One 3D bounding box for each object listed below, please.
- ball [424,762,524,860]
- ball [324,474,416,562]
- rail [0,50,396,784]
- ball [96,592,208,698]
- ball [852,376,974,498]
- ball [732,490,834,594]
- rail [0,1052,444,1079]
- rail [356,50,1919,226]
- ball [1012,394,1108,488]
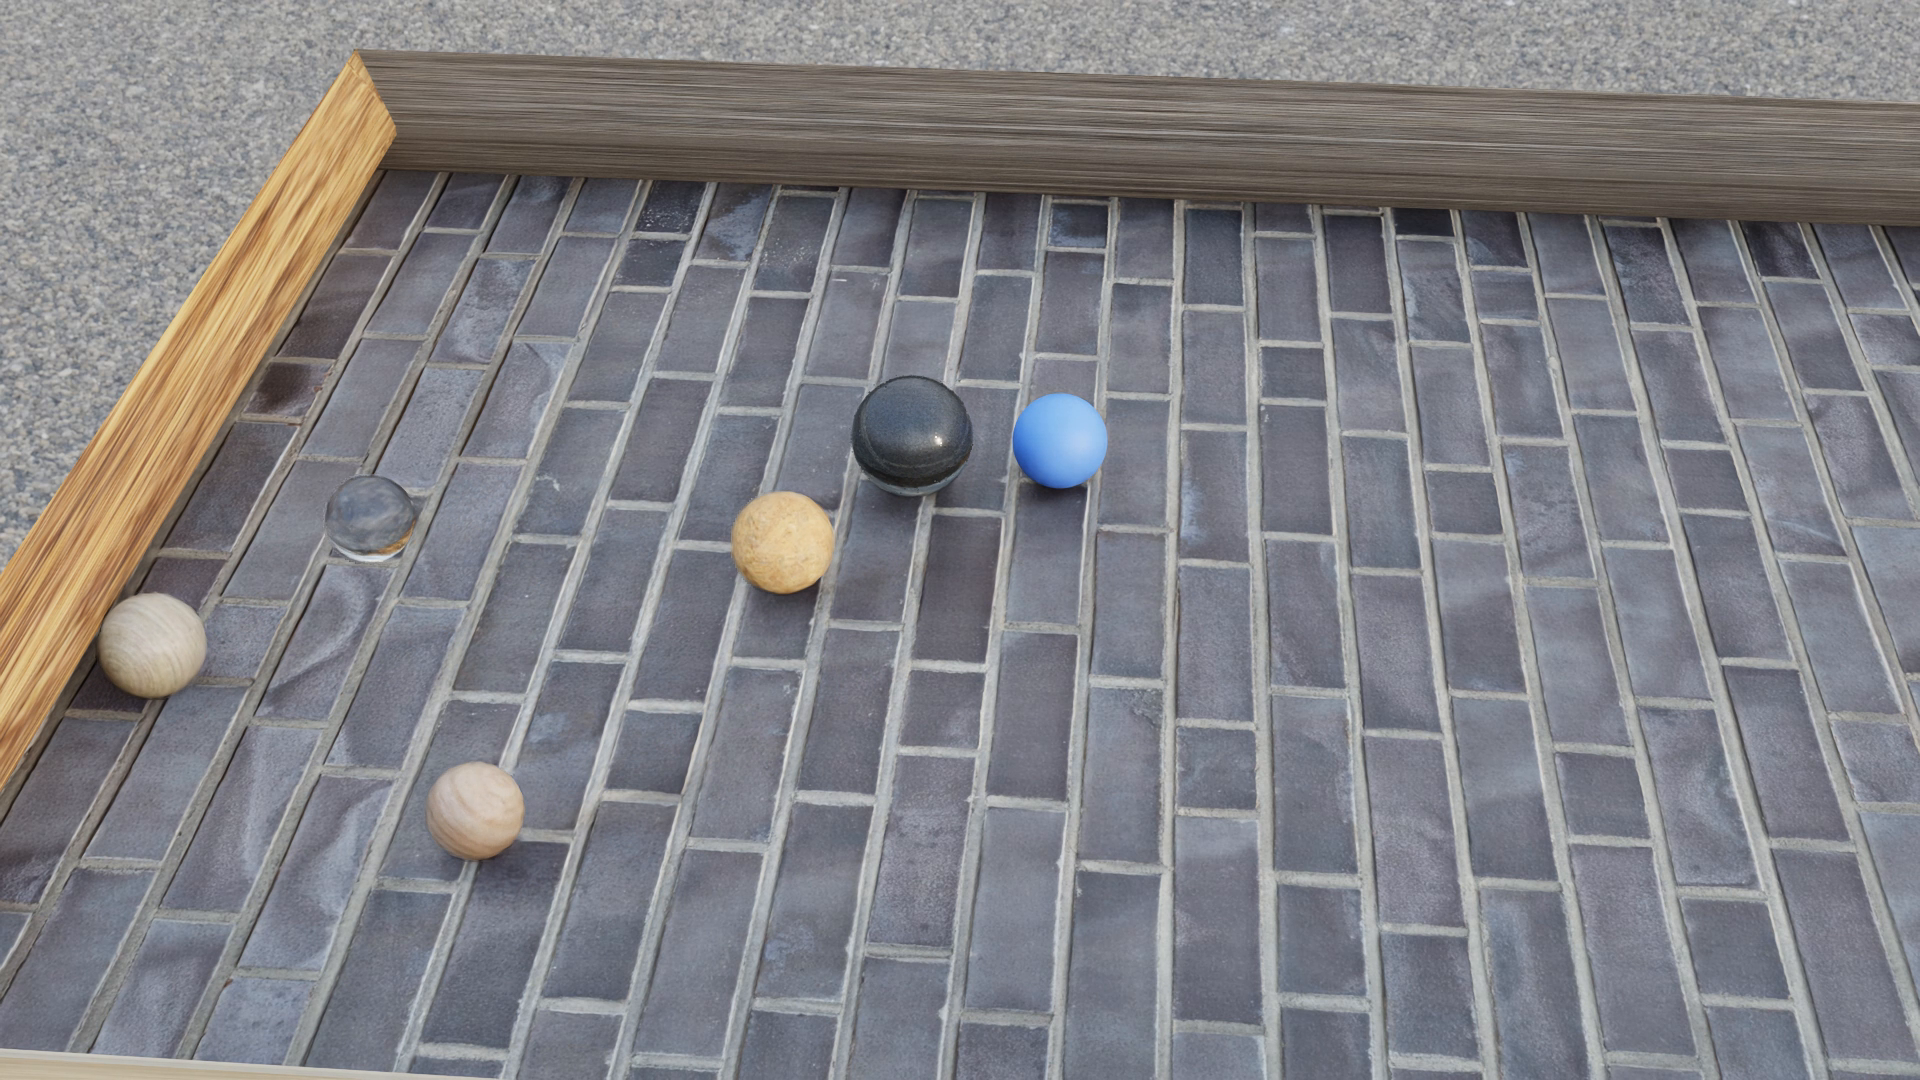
[{"bbox_3d":[-0.324,0.181,1.712,0.066,0.066,0.066,0,34,0],"label":"ball"},{"bbox_3d":[-0.459,-0.017,1.997,0.069,0.069,0.069,0,34,0],"label":"ball"},{"bbox_3d":[-0.622,-0.050,1.992,0.045,0.128,1.332,3,35,4],"label":"rail"},{"bbox_3d":[-0.584,0.076,1.856,0.076,0.076,0.076,0,34,0],"label":"ball"},{"bbox_3d":[-0.039,-0.084,2.068,0.098,0.098,0.098,0,34,0],"label":"ball"},{"bbox_3d":[-0.135,0.002,1.962,0.079,0.079,0.079,0,34,0],"label":"ball"},{"bbox_3d":[0.593,0.371,1.379,2.591,0.128,0.045,3,35,4],"label":"rail"},{"bbox_3d":[0.698,-0.354,2.434,2.591,0.128,0.045,3,35,4],"label":"rail"},{"bbox_3d":[0.081,-0.080,2.082,0.078,0.078,0.078,0,34,0],"label":"ball"}]
